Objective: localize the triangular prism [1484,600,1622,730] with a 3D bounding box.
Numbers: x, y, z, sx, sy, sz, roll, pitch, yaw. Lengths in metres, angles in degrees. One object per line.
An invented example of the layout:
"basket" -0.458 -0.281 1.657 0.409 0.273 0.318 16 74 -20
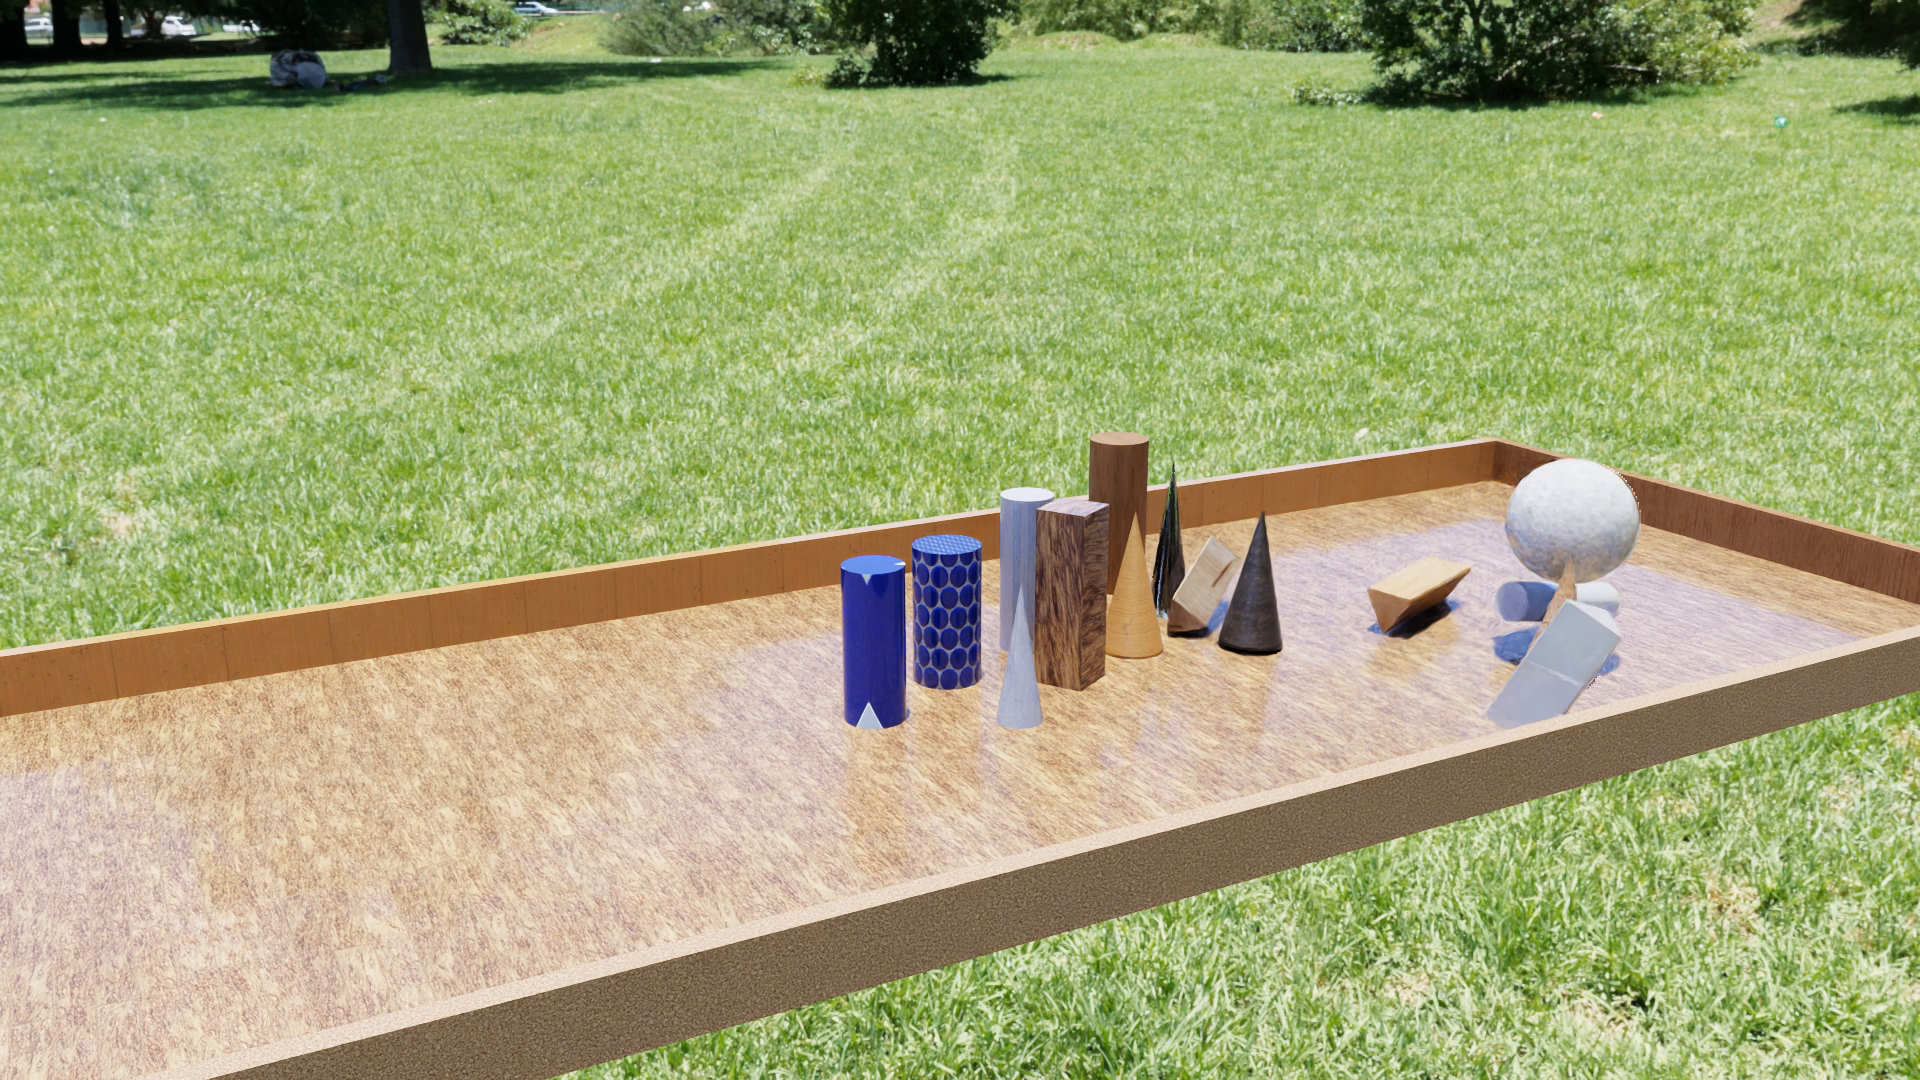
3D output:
"triangular prism" 1.354 0.299 3.737 0.140 0.329 0.122 39 25 23

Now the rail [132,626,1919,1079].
"rail" -2.336 1.006 1.665 12.000 0.150 0.050 -9 18 -27

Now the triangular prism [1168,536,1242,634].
"triangular prism" 0.663 0.115 4.576 0.115 0.100 0.361 -13 22 33

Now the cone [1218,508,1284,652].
"cone" 0.785 0.093 4.360 0.173 0.368 0.173 3 12 -1

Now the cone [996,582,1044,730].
"cone" 0.141 0.261 3.856 0.112 0.344 0.112 0 16 0

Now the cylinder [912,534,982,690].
"cylinder" -0.032 0.179 4.123 0.173 0.351 0.173 0 16 0

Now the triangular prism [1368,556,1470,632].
"triangular prism" 1.267 0.128 4.608 0.111 0.128 0.406 47 37 20

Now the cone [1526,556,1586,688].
"cone" 1.493 0.195 4.092 0.165 0.329 0.165 3 17 -1

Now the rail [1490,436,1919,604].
"rail" 2.466 -0.048 5.253 0.050 0.150 2.100 -9 18 -27

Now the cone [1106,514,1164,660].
"cone" 0.455 0.106 4.324 0.171 0.378 0.171 0 16 0

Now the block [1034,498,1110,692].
"block" 0.277 0.134 4.100 0.132 0.450 0.132 10 19 30

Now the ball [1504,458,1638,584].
"ball" 1.555 -0.047 4.197 0.320 0.320 0.320 0 16 0

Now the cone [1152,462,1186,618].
"cone" 0.588 -0.009 4.601 0.121 0.443 0.121 0 16 0

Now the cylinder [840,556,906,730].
"cylinder" -0.201 0.239 3.867 0.149 0.380 0.149 0 16 0

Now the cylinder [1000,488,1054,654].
"cylinder" 0.175 0.082 4.336 0.140 0.418 0.140 0 16 0

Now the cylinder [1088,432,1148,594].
"cylinder" 0.460 -0.078 4.826 0.170 0.449 0.170 0 16 0

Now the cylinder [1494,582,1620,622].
"cylinder" 1.625 0.167 4.478 0.398 0.107 0.107 1 13 -34

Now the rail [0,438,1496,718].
"rail" -3.305 0.497 3.399 12.000 0.150 0.050 -9 18 -27
